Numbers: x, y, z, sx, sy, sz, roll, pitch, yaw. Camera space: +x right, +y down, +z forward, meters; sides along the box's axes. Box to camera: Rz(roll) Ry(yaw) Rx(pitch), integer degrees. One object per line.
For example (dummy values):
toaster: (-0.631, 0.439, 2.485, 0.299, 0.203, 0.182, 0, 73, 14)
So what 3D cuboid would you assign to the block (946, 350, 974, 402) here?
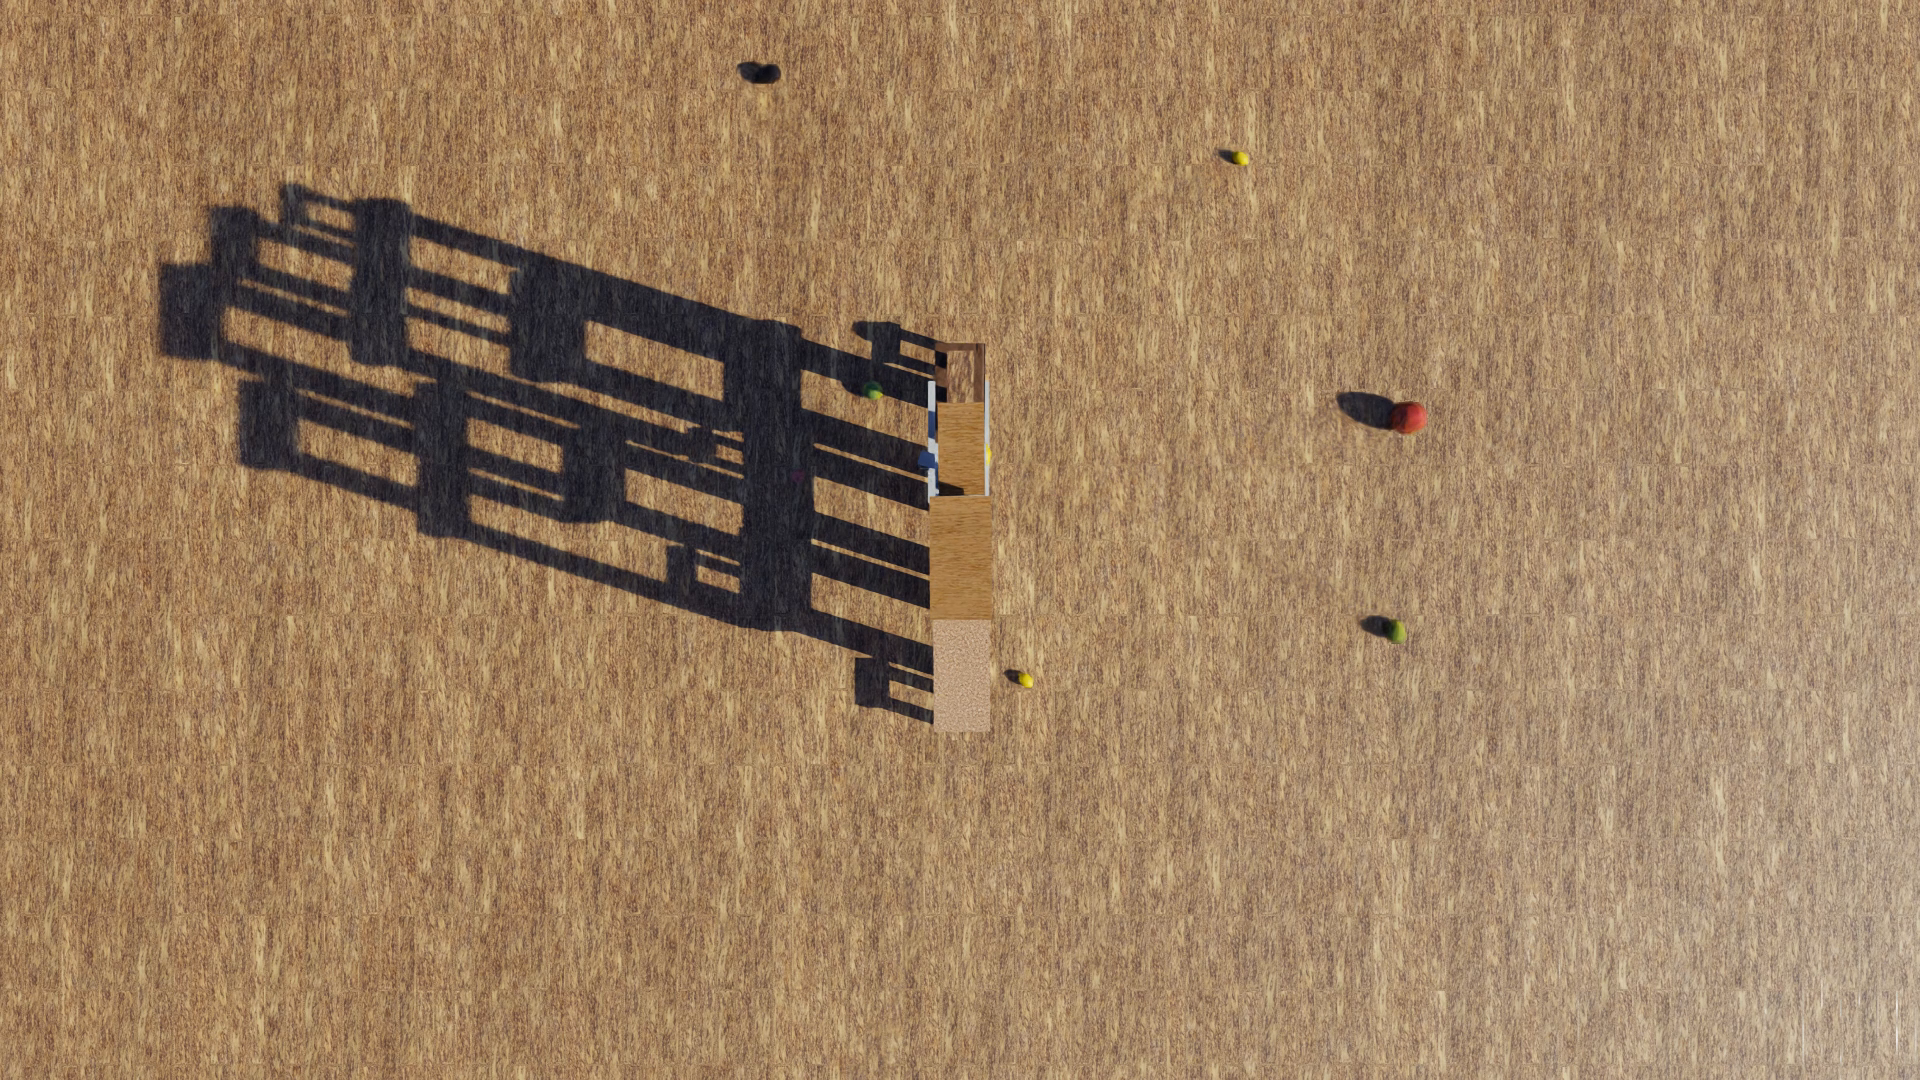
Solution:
block: (0.001, -0.419, 4.257, 0.068, 0.019, 0.137, 0, 90, 0)

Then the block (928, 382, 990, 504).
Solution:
block: (-0.004, -0.280, 4.732, 0.174, 0.049, 0.347, 0, 90, 0)

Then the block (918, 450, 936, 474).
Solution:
block: (-0.043, -0.203, 4.570, 0.138, 0.276, 0.039, 16, 90, 0)

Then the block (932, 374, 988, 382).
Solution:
block: (0.003, -0.339, 5.129, 0.173, 0.049, 0.346, 0, 90, 0)

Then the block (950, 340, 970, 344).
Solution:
block: (-0.003, -0.582, 5.362, 0.064, 0.018, 0.129, 0, 90, 0)

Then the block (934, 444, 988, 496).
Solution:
block: (0.004, -0.116, 4.412, 0.138, 0.039, 0.276, -1, 90, 0)

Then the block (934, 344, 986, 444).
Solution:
block: (0.000, -0.393, 4.422, 0.133, 0.038, 0.266, 0, 90, 0)

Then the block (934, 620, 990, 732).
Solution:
block: (0.004, 0.344, 4.207, 0.143, 0.041, 0.286, 0, 90, 0)

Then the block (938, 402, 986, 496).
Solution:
block: (0.003, -0.228, 4.144, 0.116, 0.033, 0.232, -1, 90, 0)

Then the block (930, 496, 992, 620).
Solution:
block: (0.002, 0.044, 4.067, 0.152, 0.043, 0.303, 0, 90, 0)

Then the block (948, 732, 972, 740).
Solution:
block: (0.001, 0.568, 5.334, 0.077, 0.022, 0.155, 0, 90, 0)
